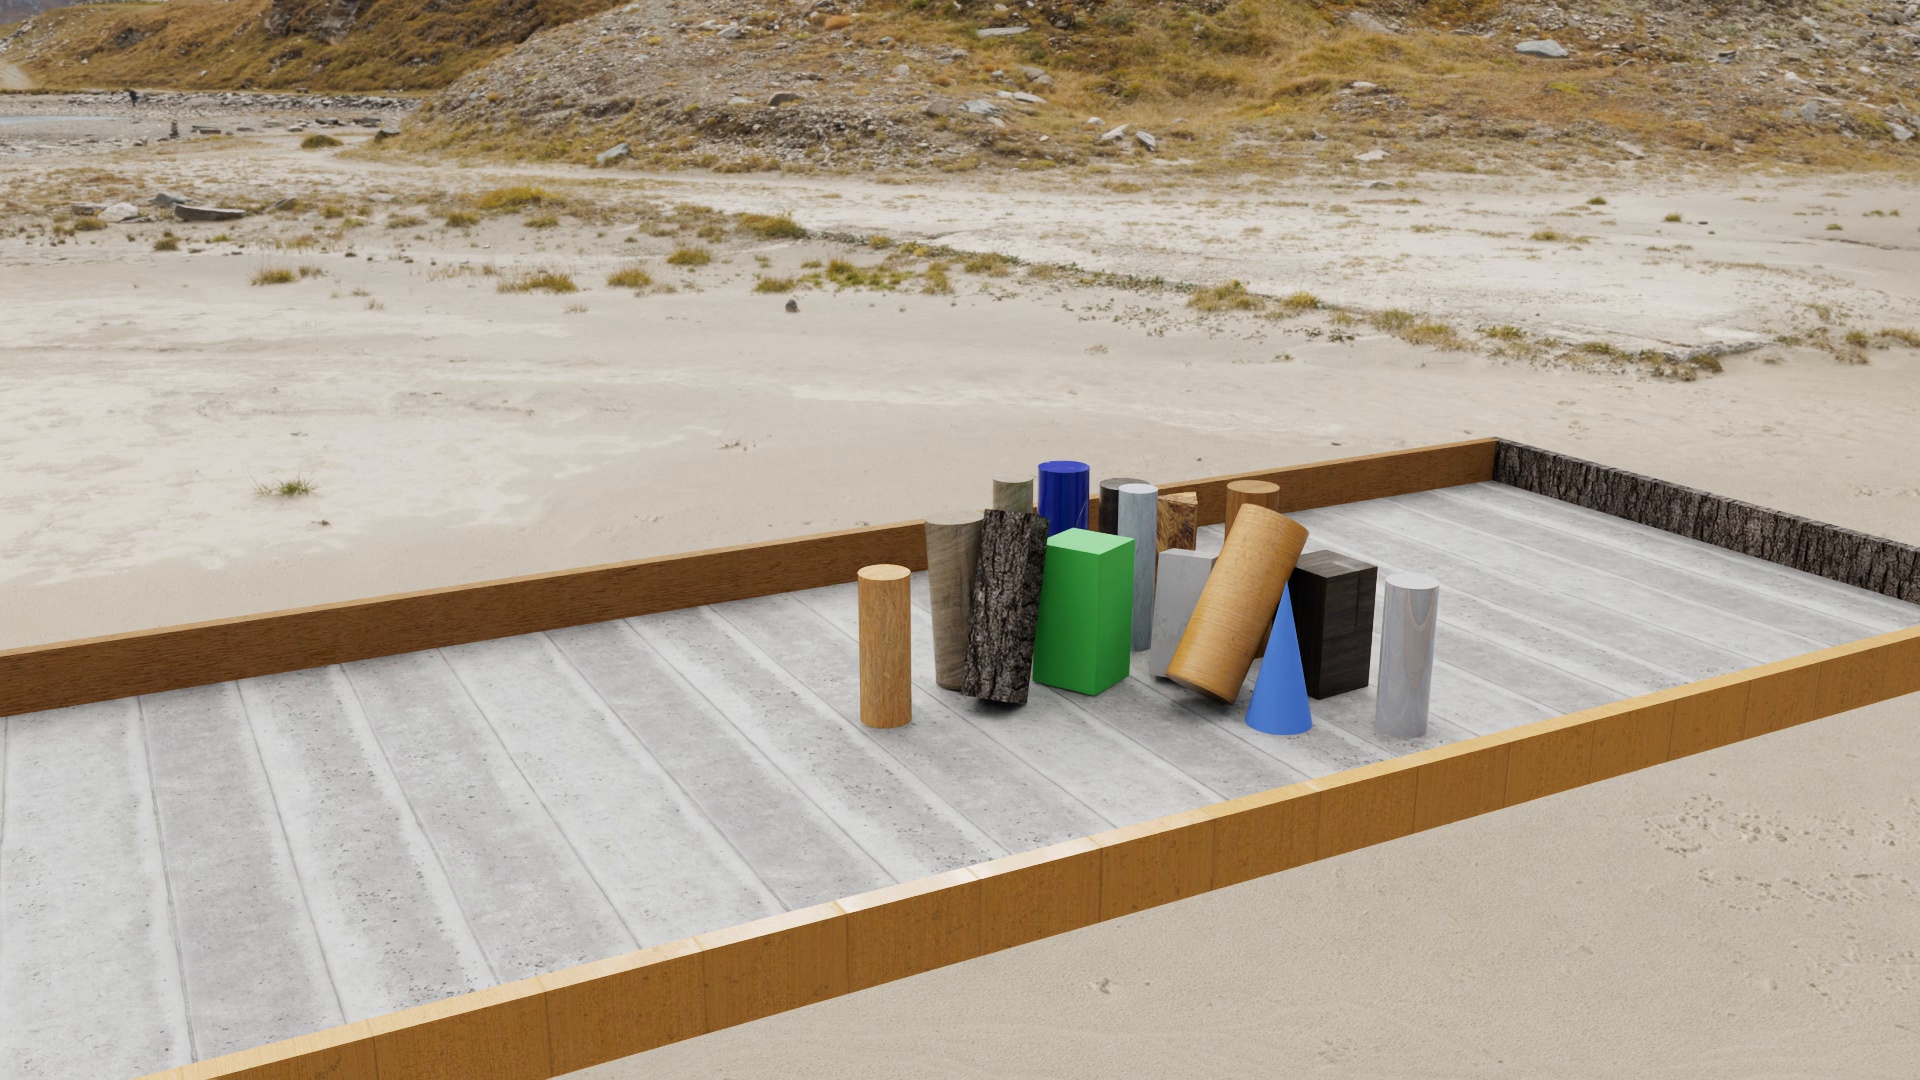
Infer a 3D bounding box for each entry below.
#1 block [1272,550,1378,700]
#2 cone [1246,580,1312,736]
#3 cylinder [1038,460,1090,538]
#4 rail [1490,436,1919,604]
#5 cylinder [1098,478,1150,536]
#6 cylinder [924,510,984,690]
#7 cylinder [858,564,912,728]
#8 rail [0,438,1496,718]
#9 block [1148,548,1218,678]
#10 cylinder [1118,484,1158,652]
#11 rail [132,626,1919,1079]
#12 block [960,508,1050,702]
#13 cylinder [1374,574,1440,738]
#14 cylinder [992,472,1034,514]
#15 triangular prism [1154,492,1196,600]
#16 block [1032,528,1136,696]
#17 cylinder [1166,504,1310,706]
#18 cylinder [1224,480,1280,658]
[{"bbox_3d":[0.899,0.207,4.094,0.174,0.313,0.174,-10,19,-32],"label":"block"},{"bbox_3d":[0.752,0.261,3.843,0.157,0.352,0.157,0,16,0],"label":"cone"},{"bbox_3d":[0.285,0.003,4.588,0.143,0.426,0.143,0,16,0],"label":"cylinder"},{"bbox_3d":[2.466,-0.048,5.253,0.050,0.150,2.100,-9,18,-27],"label":"rail"},{"bbox_3d":[0.478,-0.011,4.830,0.147,0.317,0.147,0,16,0],"label":"cylinder"},{"bbox_3d":[0.001,0.147,4.092,0.151,0.419,0.151,-4,14,1],"label":"cylinder"},{"bbox_3d":[-0.175,0.249,3.862,0.122,0.364,0.122,0,16,0],"label":"cylinder"},{"bbox_3d":[-3.305,0.497,3.399,12.000,0.150,0.050,-9,18,-27],"label":"rail"},{"bbox_3d":[0.569,0.186,4.141,0.133,0.308,0.133,7,7,22],"label":"block"},{"bbox_3d":[0.463,0.073,4.342,0.102,0.431,0.102,0,16,0],"label":"cylinder"},{"bbox_3d":[-2.336,1.006,1.665,12.000,0.150,0.050,-9,18,-27],"label":"rail"},{"bbox_3d":[0.111,0.160,3.982,0.124,0.450,0.124,6,-4,23],"label":"block"},{"bbox_3d":[1.031,0.267,3.807,0.120,0.361,0.120,0,16,0],"label":"cylinder"},{"bbox_3d":[0.138,0.057,4.351,0.106,0.457,0.106,0,16,0],"label":"cylinder"},{"bbox_3d":[0.624,0.039,4.628,0.135,0.335,0.117,11,20,34],"label":"triangular prism"},{"bbox_3d":[0.308,0.175,4.113,0.178,0.360,0.178,11,18,33],"label":"block"},{"bbox_3d":[0.669,0.155,3.981,0.178,0.455,0.178,25,-7,3],"label":"cylinder"},{"bbox_3d":[0.754,0.077,4.301,0.134,0.446,0.134,0,16,0],"label":"cylinder"}]
